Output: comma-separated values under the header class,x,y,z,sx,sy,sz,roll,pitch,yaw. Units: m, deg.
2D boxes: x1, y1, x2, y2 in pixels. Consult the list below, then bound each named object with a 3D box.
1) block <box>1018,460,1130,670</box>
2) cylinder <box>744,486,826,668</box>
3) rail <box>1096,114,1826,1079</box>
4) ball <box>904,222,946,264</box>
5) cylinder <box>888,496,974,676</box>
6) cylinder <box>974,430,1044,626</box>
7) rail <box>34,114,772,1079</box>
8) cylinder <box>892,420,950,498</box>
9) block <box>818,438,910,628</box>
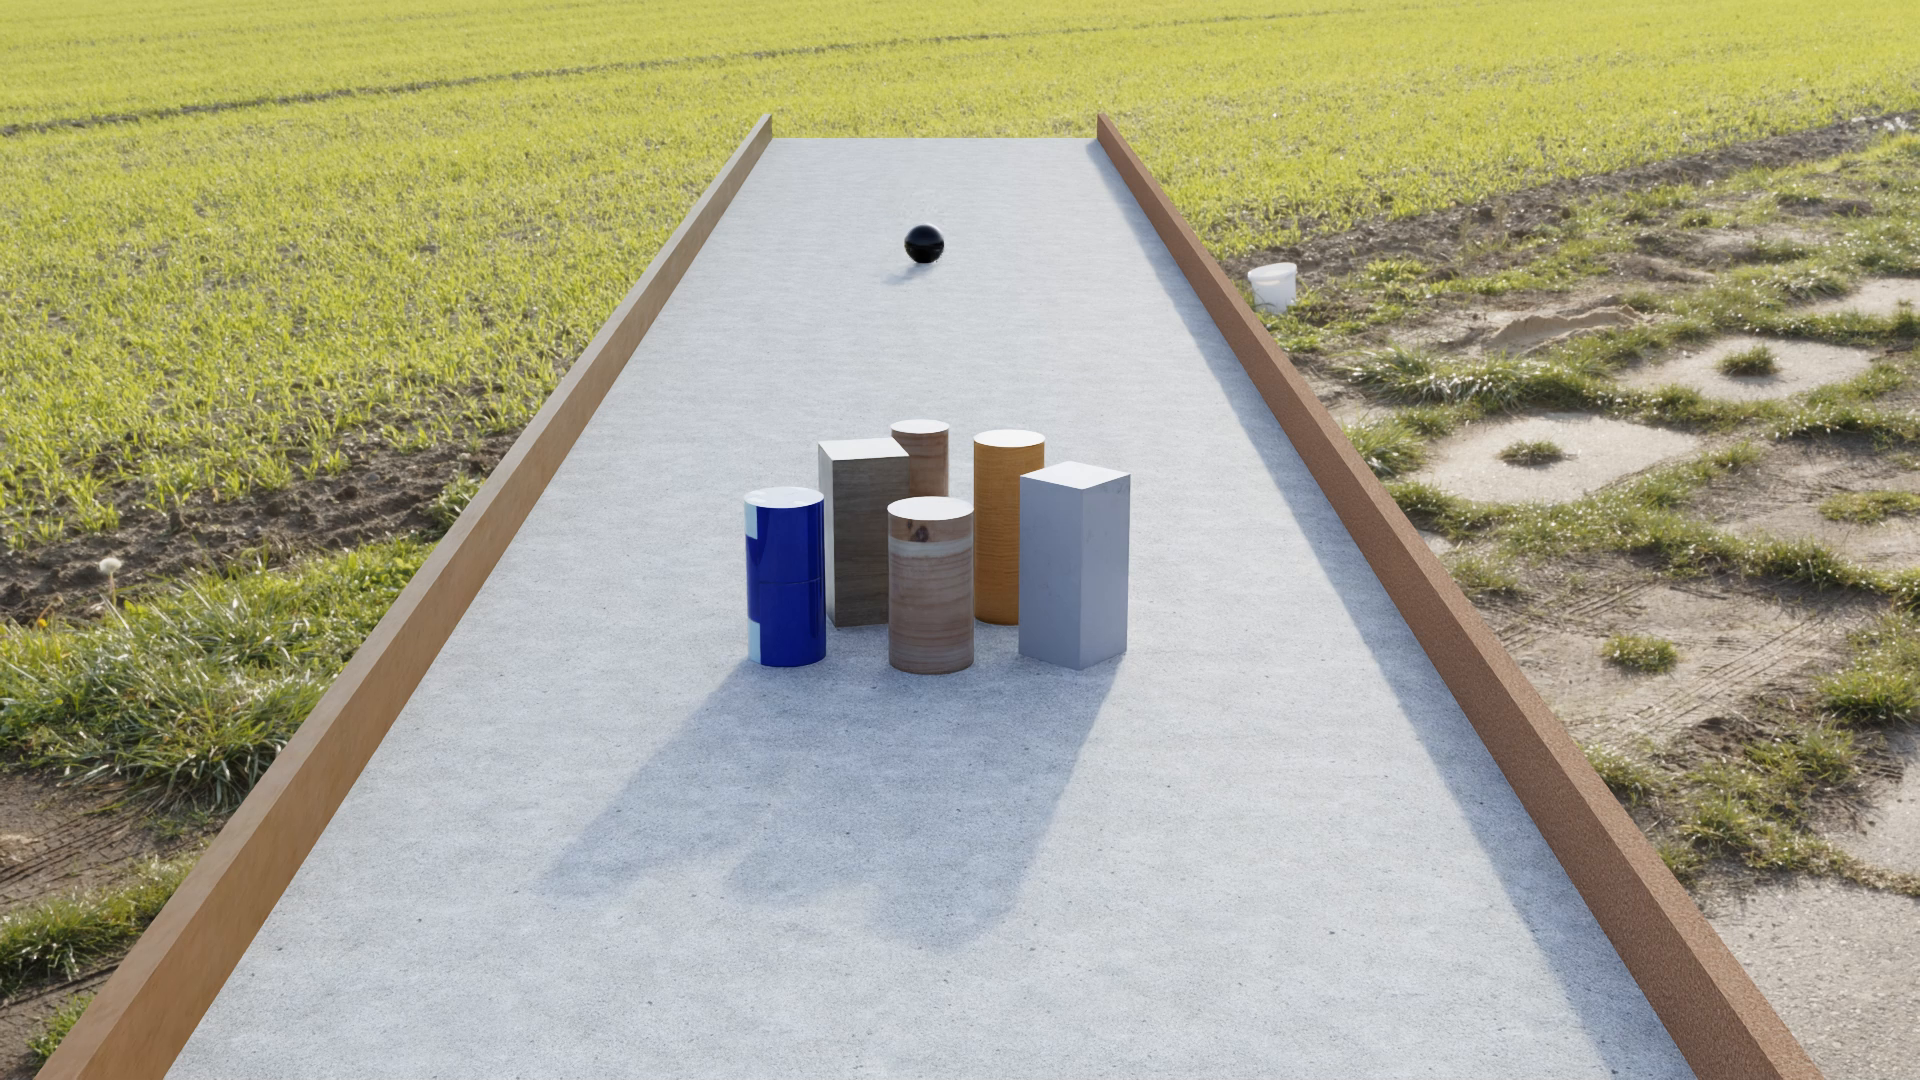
class,x,y,z,sx,sy,sz,roll,pitch,yaw
block,0.229,0.049,4.407,0.157,0.373,0.157,14,21,39
cylinder,-0.349,0.073,4.403,0.158,0.329,0.158,0,17,0
rail,0.932,-0.844,7.801,0.050,0.150,12.000,0,17,-1
ball,-0.145,-1.216,9.022,0.168,0.168,0.168,0,17,0
cylinder,-0.058,0.090,4.368,0.171,0.318,0.171,0,17,0
cylinder,0.103,-0.027,4.638,0.149,0.387,0.149,0,17,0
rail,-1.118,-0.838,7.780,0.050,0.150,12.000,0,17,-1
cylinder,-0.088,-0.086,4.912,0.129,0.345,0.129,0,17,0
block,-0.203,-0.018,4.651,0.162,0.362,0.162,-4,17,-14
